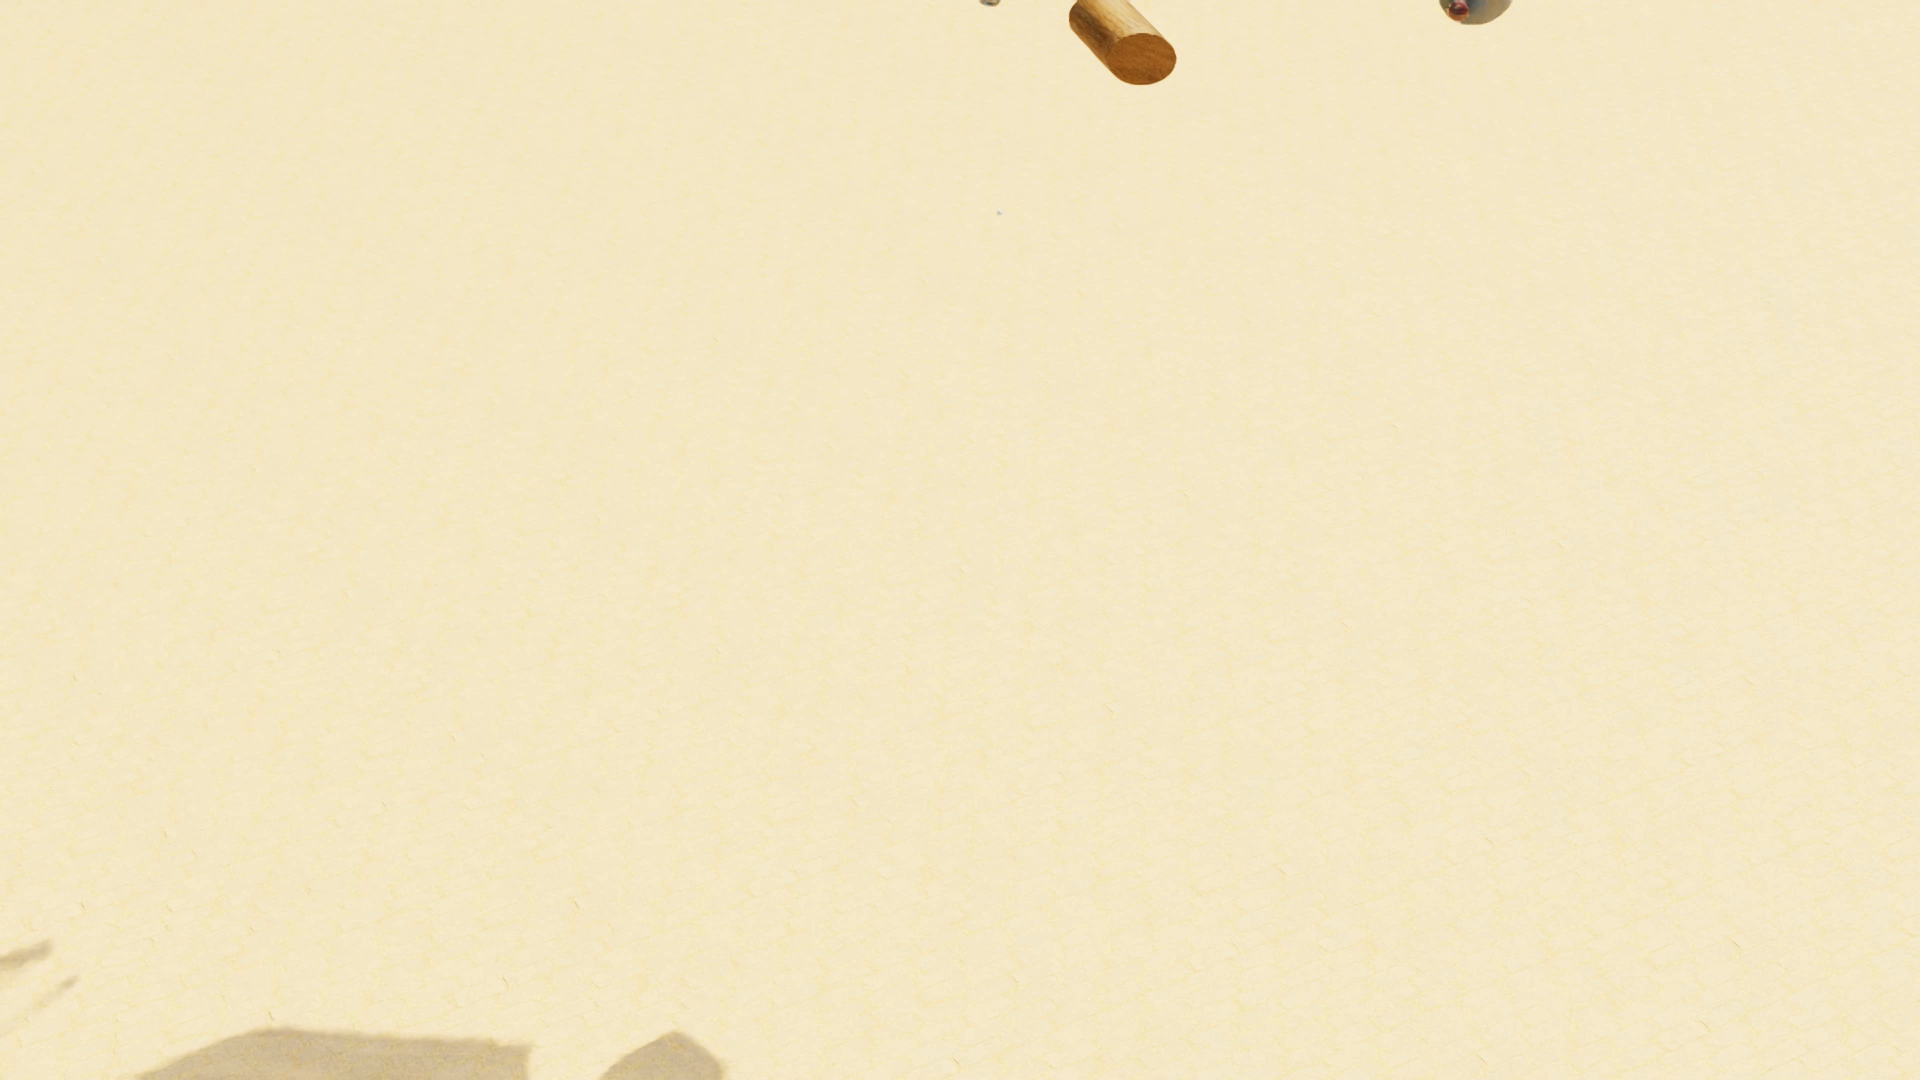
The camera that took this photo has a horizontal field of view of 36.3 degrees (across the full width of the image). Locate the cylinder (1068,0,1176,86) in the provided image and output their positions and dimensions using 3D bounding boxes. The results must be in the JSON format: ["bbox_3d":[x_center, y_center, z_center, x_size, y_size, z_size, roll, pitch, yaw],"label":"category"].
[{"bbox_3d":[0.499,-1.540,9.012,0.283,0.175,0.237,10,33,-44],"label":"cylinder"}]

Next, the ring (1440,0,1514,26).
[{"bbox_3d":[1.551,-1.658,8.755,0.220,0.356,0.132,37,71,-3],"label":"ring"}]
